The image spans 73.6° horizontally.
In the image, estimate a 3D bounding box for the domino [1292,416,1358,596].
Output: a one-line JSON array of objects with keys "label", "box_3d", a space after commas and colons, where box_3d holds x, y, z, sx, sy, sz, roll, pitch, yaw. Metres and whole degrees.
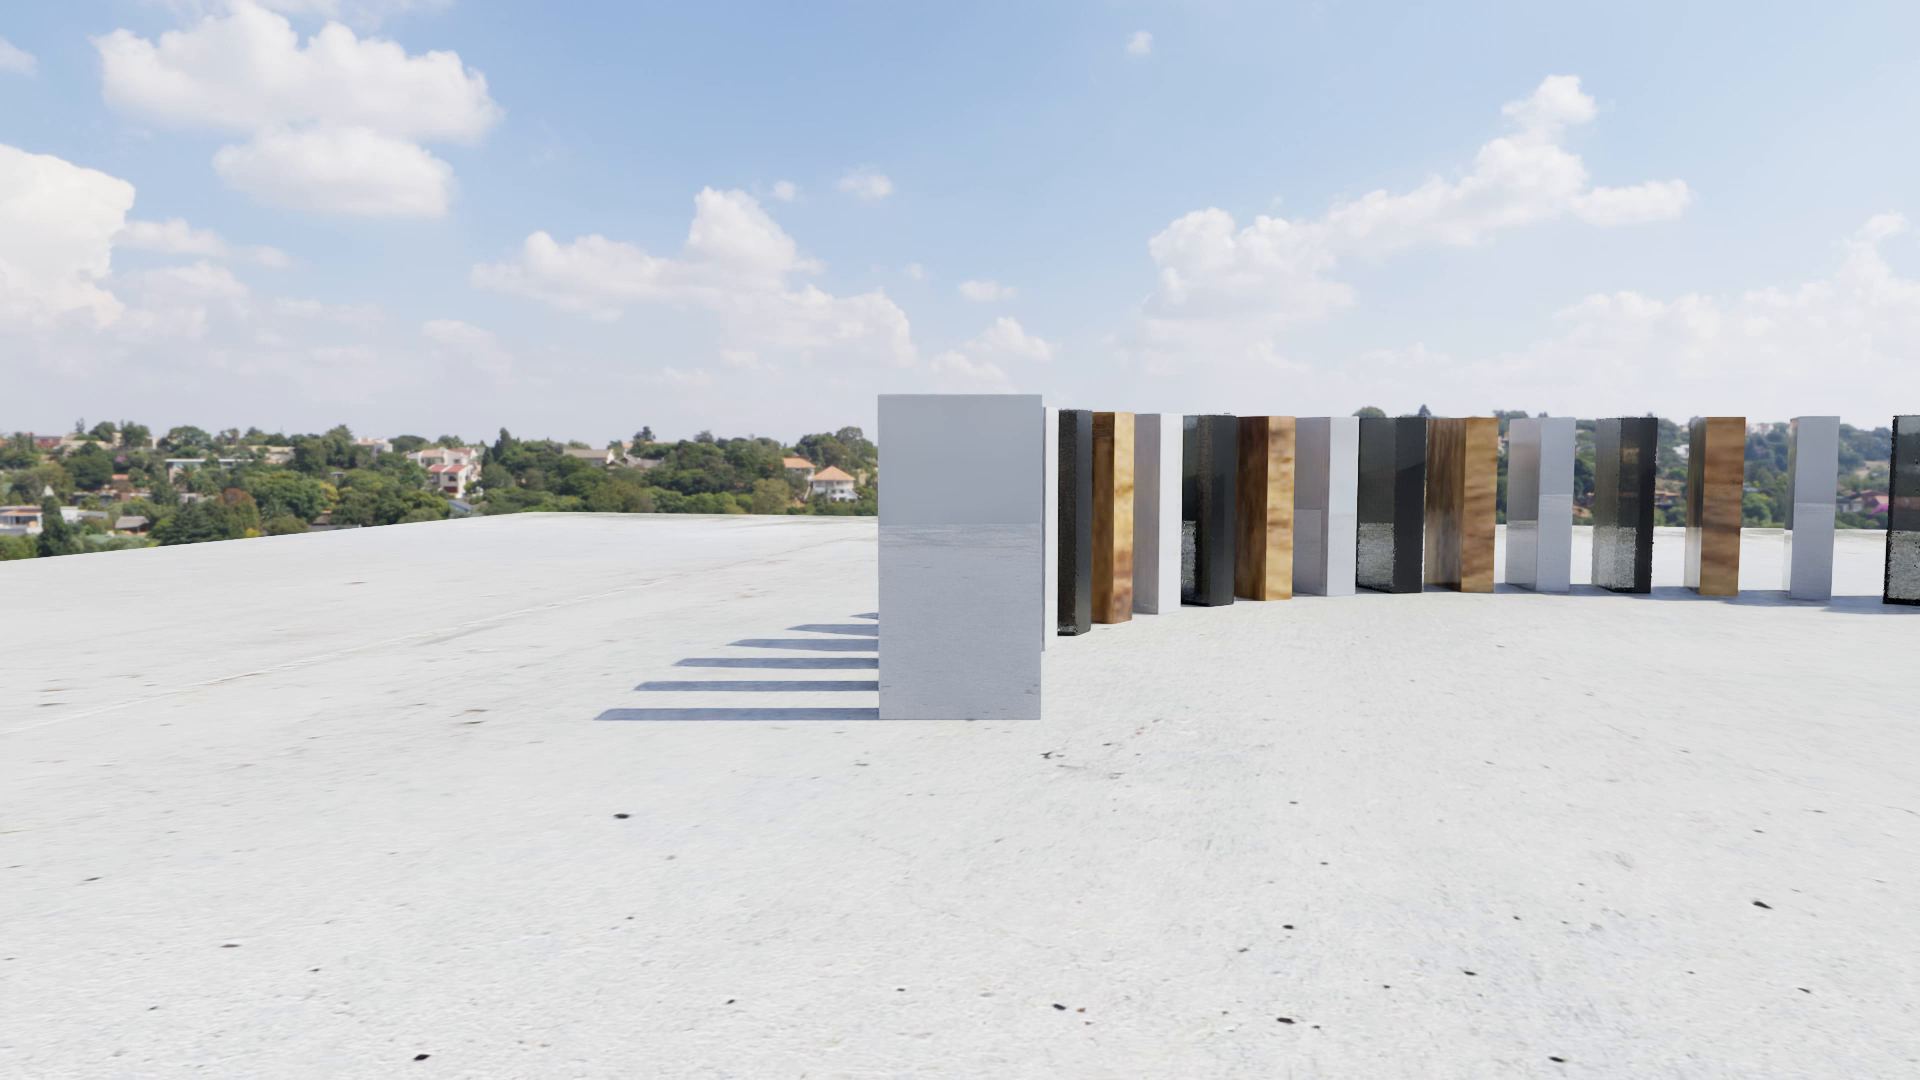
[{"label": "domino", "box_3d": [0.102, -0.010, 0.368, 0.010, 0.050, 0.025, -2, 5, -21]}]

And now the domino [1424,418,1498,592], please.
[{"label": "domino", "box_3d": [0.148, -0.011, 0.379, 0.009, 0.050, 0.025, 0, 4, -4]}]

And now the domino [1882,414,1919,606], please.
[{"label": "domino", "box_3d": [0.258, -0.008, 0.347, 0.009, 0.050, 0.025, 4, 6, 40]}]

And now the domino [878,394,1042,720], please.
[{"label": "domino", "box_3d": [0.000, 0.002, 0.201, 0.025, 0.050, 0.009, 0, 4, 0]}]

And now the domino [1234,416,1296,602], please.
[{"label": "domino", "box_3d": [0.081, -0.009, 0.358, 0.009, 0.050, 0.025, -2, 5, -29]}]

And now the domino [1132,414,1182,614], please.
[{"label": "domino", "box_3d": [0.044, -0.007, 0.330, 0.025, 0.050, 0.009, 4, 6, 44]}]

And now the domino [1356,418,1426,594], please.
[{"label": "domino", "box_3d": [0.124, -0.011, 0.375, 0.009, 0.050, 0.025, -1, 4, -13]}]

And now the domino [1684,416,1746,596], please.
[{"label": "domino", "box_3d": [0.217, -0.010, 0.369, 0.009, 0.050, 0.025, 2, 5, 20]}]

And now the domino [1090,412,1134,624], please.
[{"label": "domino", "box_3d": [0.029, -0.006, 0.312, 0.025, 0.050, 0.009, 3, 5, 35]}]

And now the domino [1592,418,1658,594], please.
[{"label": "domino", "box_3d": [0.194, -0.011, 0.376, 0.009, 0.050, 0.025, 1, 4, 12]}]

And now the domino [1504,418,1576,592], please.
[{"label": "domino", "box_3d": [0.171, -0.011, 0.379, 0.010, 0.050, 0.025, 0, 4, 3]}]

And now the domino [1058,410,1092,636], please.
[{"label": "domino", "box_3d": [0.017, -0.004, 0.292, 0.025, 0.050, 0.010, 2, 5, 27]}]

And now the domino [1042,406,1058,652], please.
[{"label": "domino", "box_3d": [0.007, -0.003, 0.270, 0.025, 0.050, 0.009, 1, 5, 19]}]

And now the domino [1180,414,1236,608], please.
[{"label": "domino", "box_3d": [0.061, -0.008, 0.345, 0.009, 0.050, 0.025, -3, 5, -38]}]

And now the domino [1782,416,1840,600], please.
[{"label": "domino", "box_3d": [0.238, -0.009, 0.360, 0.009, 0.050, 0.025, 2, 5, 28]}]
